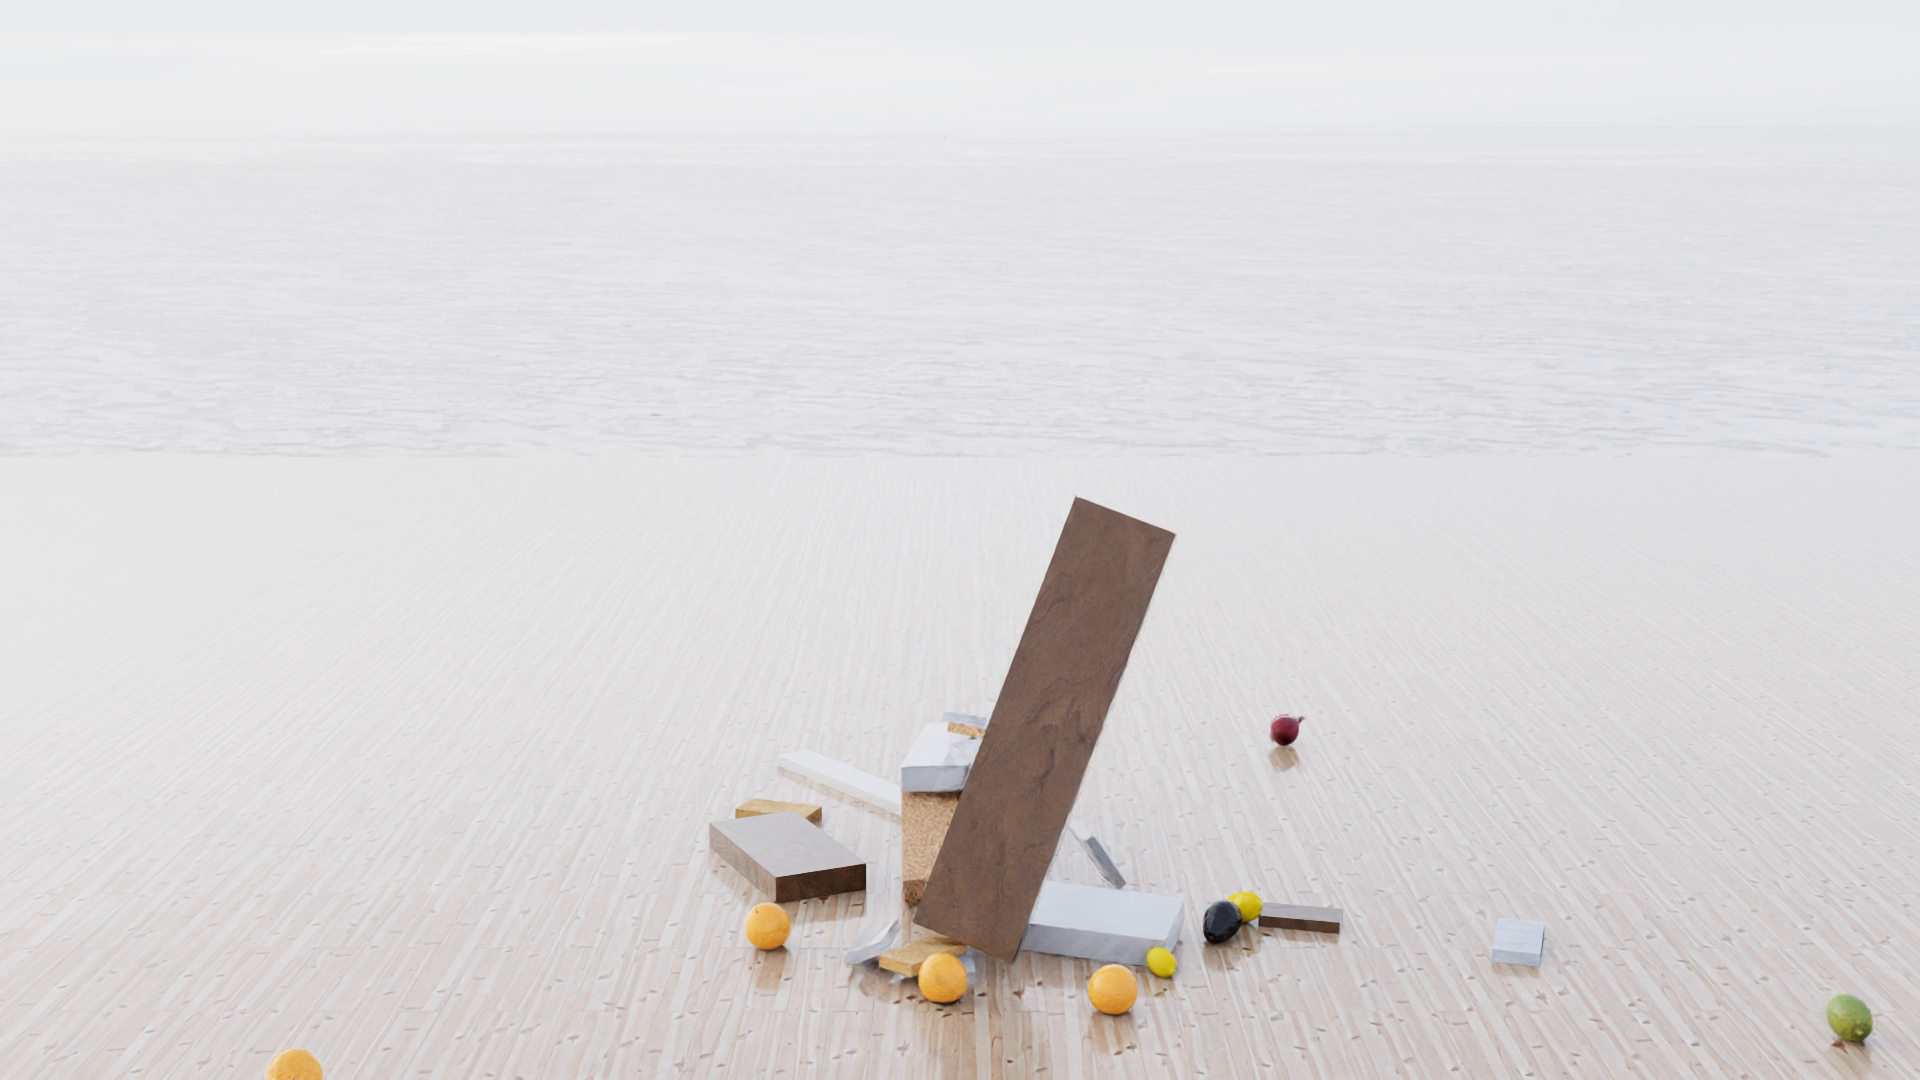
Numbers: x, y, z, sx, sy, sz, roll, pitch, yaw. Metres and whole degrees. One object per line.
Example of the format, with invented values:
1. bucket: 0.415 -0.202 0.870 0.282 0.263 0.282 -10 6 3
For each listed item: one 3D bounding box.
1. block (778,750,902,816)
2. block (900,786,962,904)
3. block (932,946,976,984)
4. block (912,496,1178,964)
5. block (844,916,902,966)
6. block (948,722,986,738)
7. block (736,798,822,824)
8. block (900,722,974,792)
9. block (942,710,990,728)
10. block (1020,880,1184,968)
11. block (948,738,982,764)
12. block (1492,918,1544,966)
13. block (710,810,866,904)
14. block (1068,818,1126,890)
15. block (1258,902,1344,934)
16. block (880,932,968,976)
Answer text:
1. block: -0.172 0.477 4.221 0.072 0.020 0.545 -8 13 -37
2. block: -0.017 0.509 3.744 0.161 0.046 0.321 -5 22 0
3. block: -0.012 0.642 3.340 0.064 0.018 0.128 -1 11 -3
4. block: 0.130 0.286 3.346 0.162 0.693 0.046 21 0 9
5. block: -0.134 0.617 3.385 0.064 0.018 0.128 -22 3 10
6. block: 0.045 0.347 3.949 0.064 0.018 0.129 13 -6 -43
7. block: -0.336 0.505 4.071 0.143 0.020 0.072 4 11 21
8. block: -0.002 0.389 3.974 0.161 0.046 0.321 -3 8 8
9. block: 0.038 0.331 3.994 0.129 0.018 0.064 8 -4 23
10. block: 0.177 0.596 3.454 0.325 0.046 0.162 5 16 15
11. block: 0.034 0.372 3.853 0.063 0.018 0.126 -8 9 -24
12. block: 0.870 0.625 3.424 0.072 0.020 0.143 3 11 17
13. block: -0.301 0.543 3.794 0.162 0.046 0.325 -5 12 -25
14. block: 0.229 0.527 3.681 0.018 0.126 0.063 -39 30 -10
15. block: 0.547 0.606 3.531 0.129 0.018 0.064 3 11 14
16. block: -0.055 0.626 3.326 0.064 0.018 0.128 9 14 40
